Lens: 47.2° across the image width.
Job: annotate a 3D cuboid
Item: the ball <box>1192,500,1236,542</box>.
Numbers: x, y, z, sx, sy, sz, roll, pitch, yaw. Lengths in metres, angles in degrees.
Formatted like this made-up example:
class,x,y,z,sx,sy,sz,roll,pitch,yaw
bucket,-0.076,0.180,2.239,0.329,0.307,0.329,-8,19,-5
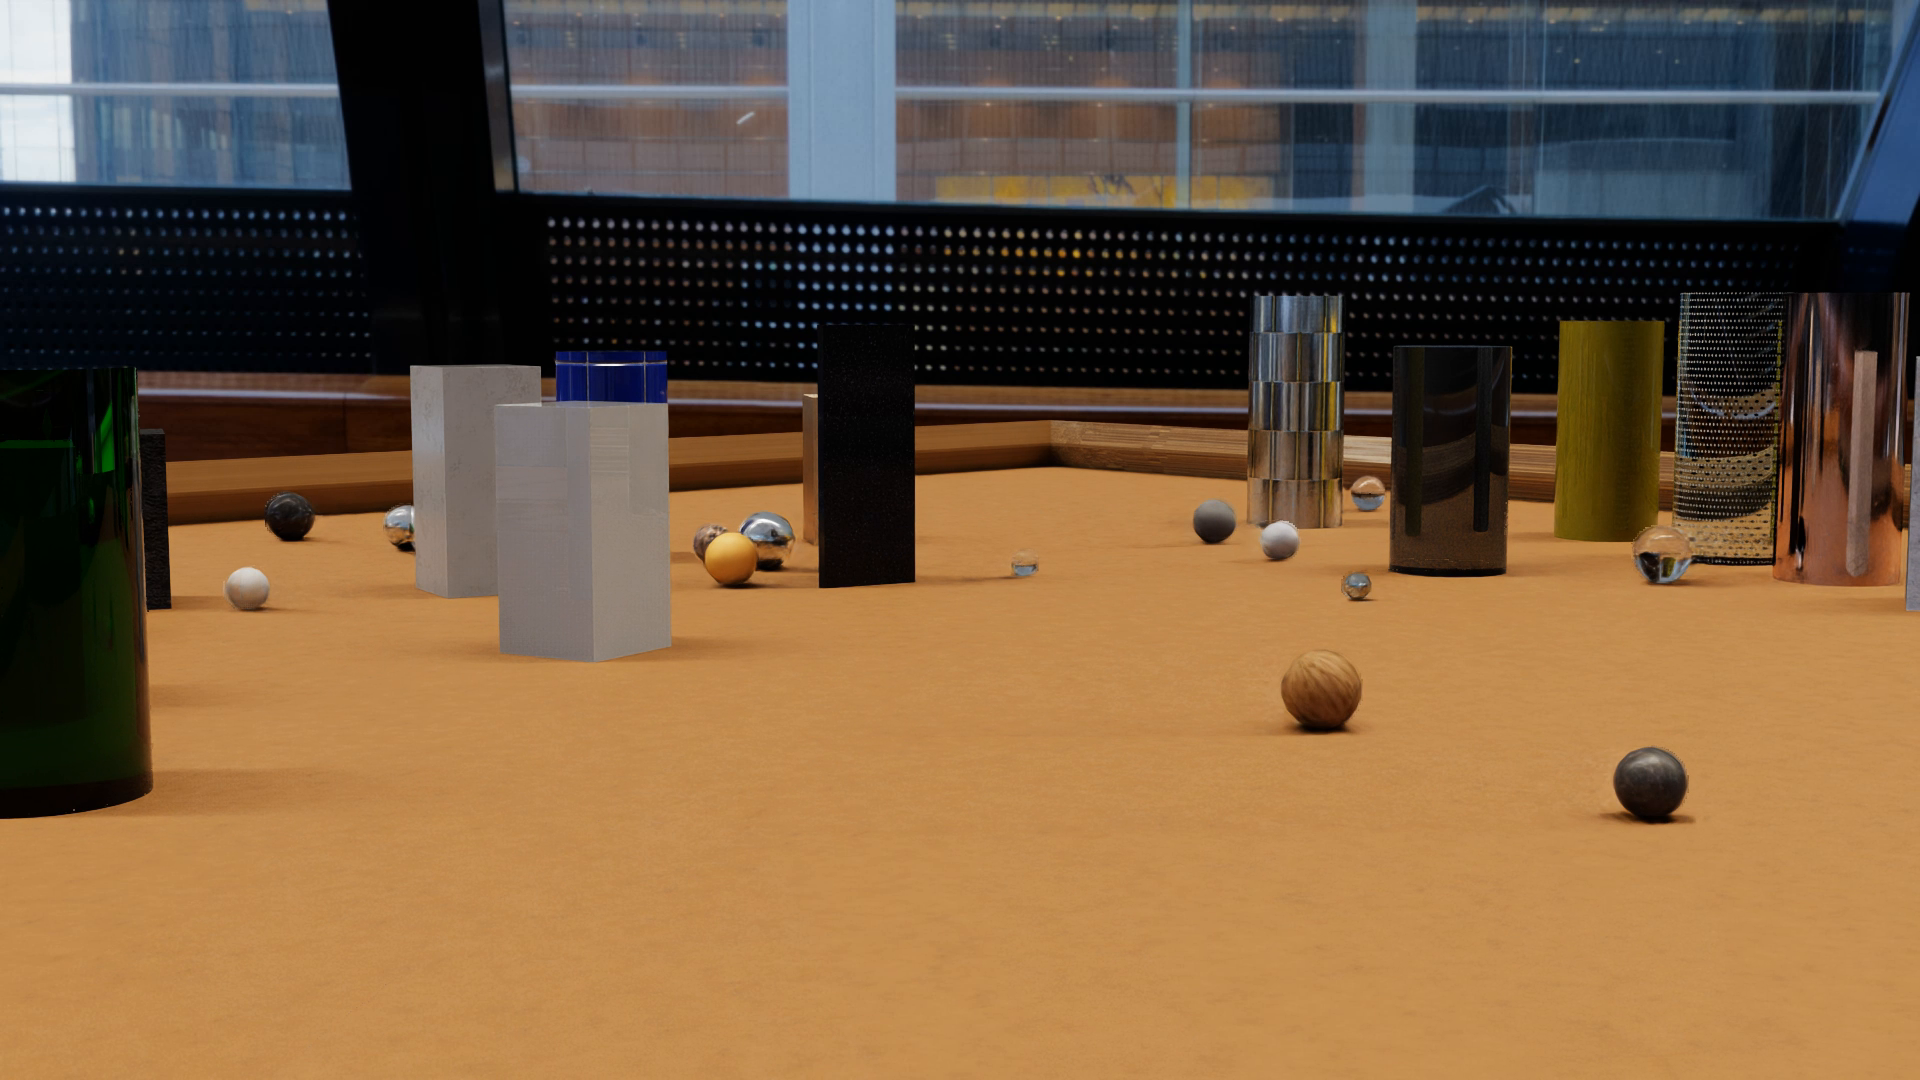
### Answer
class,x,y,z,sx,sy,sz,roll,pitch,yaw
ball,0.489,-0.036,4.229,0.083,0.083,0.083,0,6,0

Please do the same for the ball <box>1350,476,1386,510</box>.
class,x,y,z,sx,sy,sz,roll,pitch,yaw
ball,0.912,-0.104,4.914,0.076,0.076,0.076,0,6,0

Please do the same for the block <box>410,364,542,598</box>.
class,x,y,z,sx,sy,sz,roll,pitch,yaw
block,-0.768,-0.098,3.498,0.158,0.357,0.158,-4,7,-32

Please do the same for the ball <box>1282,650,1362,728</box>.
class,x,y,z,sx,sy,sz,roll,pitch,yaw
ball,0.386,0.159,2.349,0.084,0.084,0.084,0,6,0

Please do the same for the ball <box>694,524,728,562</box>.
class,x,y,z,sx,sy,sz,roll,pitch,yaw
ball,-0.433,0.008,3.860,0.071,0.071,0.071,0,6,0

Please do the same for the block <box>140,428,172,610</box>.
class,x,y,z,sx,sy,sz,roll,pitch,yaw
block,-1.283,-0.032,3.325,0.158,0.262,0.158,-2,6,-21

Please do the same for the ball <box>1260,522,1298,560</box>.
class,x,y,z,sx,sy,sz,roll,pitch,yaw
ball,0.571,0.002,3.932,0.068,0.068,0.068,0,6,0

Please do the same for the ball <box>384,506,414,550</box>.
class,x,y,z,sx,sy,sz,roll,pitch,yaw
ball,-1.031,-0.023,4.102,0.083,0.083,0.083,0,6,0

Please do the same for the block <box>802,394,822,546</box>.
class,x,y,z,sx,sy,sz,roll,pitch,yaw
block,-0.214,-0.138,4.245,0.158,0.281,0.158,-1,6,-11

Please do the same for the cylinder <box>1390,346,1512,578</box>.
class,x,y,z,sx,sy,sz,roll,pitch,yaw
cylinder,0.838,-0.139,3.760,0.198,0.384,0.198,0,6,0

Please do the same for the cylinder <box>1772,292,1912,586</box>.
class,x,y,z,sx,sy,sz,roll,pitch,yaw
cylinder,1.455,-0.170,3.630,0.198,0.473,0.198,0,6,0

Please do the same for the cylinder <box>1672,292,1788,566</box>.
class,x,y,z,sx,sy,sz,roll,pitch,yaw
cylinder,1.380,-0.202,3.922,0.198,0.476,0.198,0,6,0

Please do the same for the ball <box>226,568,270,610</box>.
class,x,y,z,sx,sy,sz,roll,pitch,yaw
ball,-1.063,0.072,3.282,0.063,0.063,0.063,0,6,0

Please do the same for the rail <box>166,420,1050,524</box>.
class,x,y,z,sx,sy,sz,roll,pitch,yaw
rail,-1.372,-0.121,4.811,4.490,0.129,0.045,-5,8,-42

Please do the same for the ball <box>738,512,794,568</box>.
class,x,y,z,sx,sy,sz,roll,pitch,yaw
ball,-0.335,0.000,3.801,0.099,0.099,0.099,0,6,0

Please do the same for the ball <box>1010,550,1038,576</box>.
class,x,y,z,sx,sy,sz,roll,pitch,yaw
ball,0.108,0.039,3.687,0.046,0.046,0.046,0,6,0

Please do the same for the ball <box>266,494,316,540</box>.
class,x,y,z,sx,sy,sz,roll,pitch,yaw
ball,-1.302,-0.045,4.280,0.091,0.091,0.091,0,6,0

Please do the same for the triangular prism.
class,x,y,z,sx,sy,sz,roll,pitch,yaw
triangular prism,-0.184,-0.143,3.621,0.171,0.422,0.148,-3,7,-29

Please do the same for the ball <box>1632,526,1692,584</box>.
class,x,y,z,sx,sy,sz,roll,pitch,yaw
ball,1.150,0.025,3.601,0.092,0.092,0.092,0,6,0

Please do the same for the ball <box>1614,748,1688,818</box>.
class,x,y,z,sx,sy,sz,roll,pitch,yaw
ball,0.607,0.214,1.935,0.062,0.062,0.062,0,6,0

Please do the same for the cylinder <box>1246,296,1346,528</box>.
class,x,y,z,sx,sy,sz,roll,pitch,yaw
cylinder,0.699,-0.269,4.572,0.198,0.474,0.198,0,6,0

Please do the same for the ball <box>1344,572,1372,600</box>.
class,x,y,z,sx,sy,sz,roll,pitch,yaw
ball,0.614,0.071,3.398,0.042,0.042,0.042,0,6,0

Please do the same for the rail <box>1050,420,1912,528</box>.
class,x,y,z,sx,sy,sz,roll,pitch,yaw
rail,1.633,-0.123,4.830,0.045,0.129,4.094,-5,8,-42

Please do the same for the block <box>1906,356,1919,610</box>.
class,x,y,z,sx,sy,sz,roll,pitch,yaw
block,1.514,-0.085,3.300,0.158,0.374,0.158,2,6,23

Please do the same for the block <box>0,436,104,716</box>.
class,x,y,z,sx,sy,sz,roll,pitch,yaw
block,-1.080,0.037,2.494,0.158,0.297,0.158,-4,7,-35

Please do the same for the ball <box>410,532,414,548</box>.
class,x,y,z,sx,sy,sz,roll,pitch,yaw
ball,-0.986,0.000,4.048,0.049,0.049,0.049,0,6,0

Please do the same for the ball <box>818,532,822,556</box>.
class,x,y,z,sx,sy,sz,roll,pitch,yaw
ball,-0.192,0.006,3.751,0.099,0.099,0.099,0,6,0

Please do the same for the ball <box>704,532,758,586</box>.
class,x,y,z,sx,sy,sz,roll,pitch,yaw
ball,-0.371,0.031,3.568,0.086,0.086,0.086,0,6,0

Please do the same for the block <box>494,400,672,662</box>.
class,x,y,z,sx,sy,sz,roll,pitch,yaw
block,-0.492,-0.016,2.881,0.158,0.323,0.158,3,7,30

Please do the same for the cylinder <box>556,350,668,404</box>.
class,x,y,z,sx,sy,sz,roll,pitch,yaw
cylinder,-0.623,-0.152,3.948,0.198,0.372,0.198,0,6,0

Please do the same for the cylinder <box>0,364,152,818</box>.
class,x,y,z,sx,sy,sz,roll,pitch,yaw
cylinder,-0.850,0.039,2.009,0.198,0.393,0.198,0,6,0

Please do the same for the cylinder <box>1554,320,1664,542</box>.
class,x,y,z,sx,sy,sz,roll,pitch,yaw
cylinder,1.273,-0.217,4.316,0.198,0.425,0.198,0,6,0
